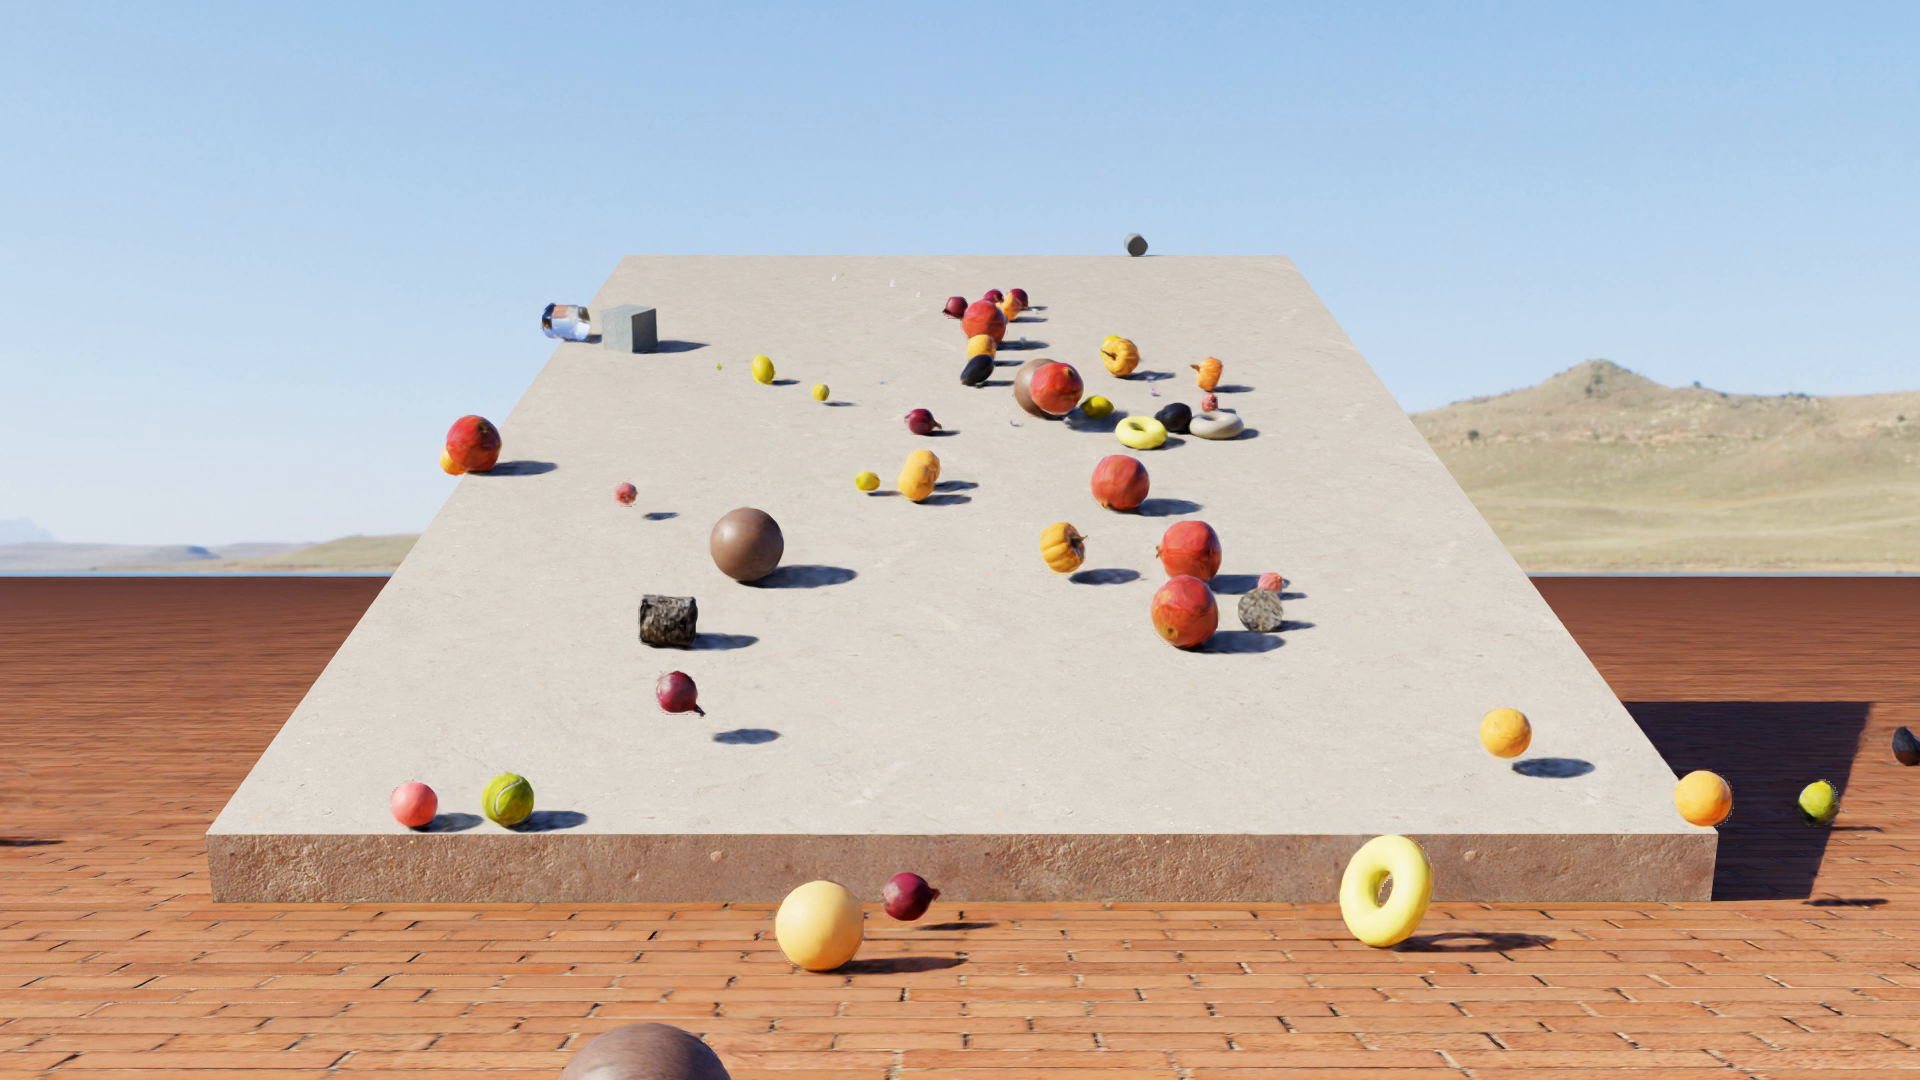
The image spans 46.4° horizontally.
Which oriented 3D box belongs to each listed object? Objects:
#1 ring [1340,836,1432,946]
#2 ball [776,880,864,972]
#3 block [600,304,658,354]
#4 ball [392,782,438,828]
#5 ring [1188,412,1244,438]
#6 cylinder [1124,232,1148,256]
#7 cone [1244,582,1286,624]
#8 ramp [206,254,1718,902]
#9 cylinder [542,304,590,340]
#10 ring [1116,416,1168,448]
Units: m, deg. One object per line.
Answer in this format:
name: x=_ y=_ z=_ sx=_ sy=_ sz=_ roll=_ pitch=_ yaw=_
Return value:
ring: x=0.499 y=0.411 z=2.628 sx=0.044 sy=0.132 sz=0.132 roll=21 pitch=-11 yaw=-29
ball: x=-0.155 y=0.427 z=2.480 sx=0.098 sy=0.098 sz=0.098 roll=0 pitch=-1 yaw=0
block: x=-0.825 y=-0.526 z=5.582 sx=0.098 sy=0.098 sz=0.098 roll=11 pitch=21 yaw=30
ball: x=-0.724 y=0.351 z=2.974 sx=0.060 sy=0.060 sz=0.060 roll=0 pitch=-1 yaw=0
ring: x=0.553 y=-0.248 z=4.835 sx=0.120 sy=0.040 sz=0.120 roll=-1 pitch=18 yaw=0
cylinder: x=0.529 y=-0.889 z=6.751 sx=0.061 sy=0.061 sz=0.061 roll=0 pitch=22 yaw=-11
cone: x=0.494 y=0.121 z=3.720 sx=0.074 sy=0.074 sz=0.074 roll=0 pitch=-30 yaw=-15
ramp: x=-0.004 y=-0.189 z=4.875 sx=2.000 sy=0.100 sz=4.000 roll=0 pitch=18 yaw=0
cylinder: x=-0.998 y=-0.552 z=5.673 sx=0.088 sy=0.088 sz=0.088 roll=7 pitch=1 yaw=16
ring: x=0.385 y=-0.229 z=4.757 sx=0.110 sy=0.037 sz=0.110 roll=3 pitch=30 yaw=-2
